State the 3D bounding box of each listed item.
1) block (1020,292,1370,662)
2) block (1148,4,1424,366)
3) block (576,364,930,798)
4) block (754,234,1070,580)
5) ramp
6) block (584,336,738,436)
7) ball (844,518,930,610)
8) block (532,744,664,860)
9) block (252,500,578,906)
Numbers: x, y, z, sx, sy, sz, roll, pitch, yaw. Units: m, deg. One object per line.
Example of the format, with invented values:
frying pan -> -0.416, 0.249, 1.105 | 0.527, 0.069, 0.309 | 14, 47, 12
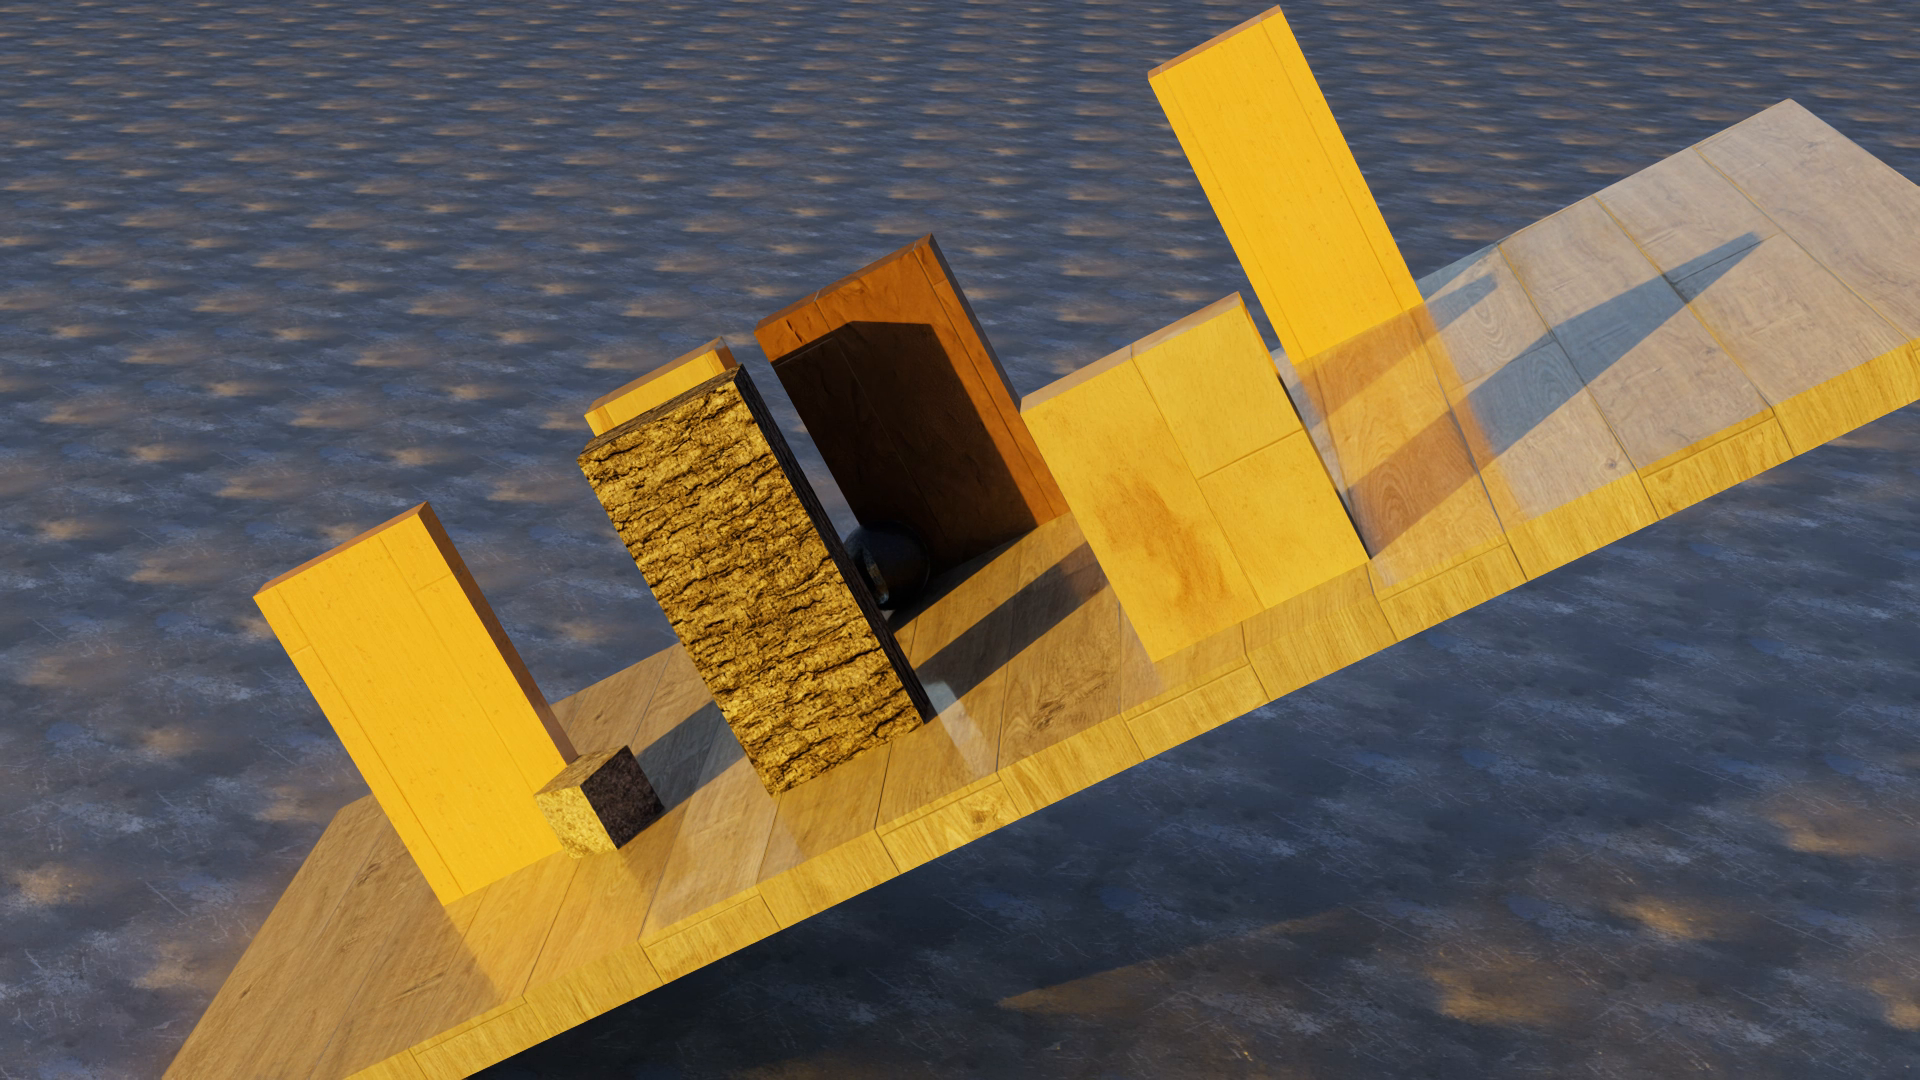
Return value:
block -> 0.430, -0.112, 5.387 | 0.441, 0.534, 0.116 | -26, 14, 10
block -> 0.756, -0.820, 6.827 | 0.337, 0.752, 0.126 | -26, 14, 10
block -> -0.399, 0.083, 5.785 | 0.346, 0.781, 0.147 | -26, 14, 10
block -> -0.103, -0.284, 6.705 | 0.445, 0.694, 0.119 | -26, 14, 10
ramp -> 0.140, 0.167, 6.281 | 4.000, 0.100, 2.000 | -26, 14, 10
block -> -0.492, -0.038, 6.467 | 0.322, 0.748, 0.127 | -26, 14, 10
ball -> -0.171, 0.056, 6.641 | 0.208, 0.208, 0.208 | 0, 17, 0
block -> -0.753, 0.546, 6.125 | 0.159, 0.159, 0.159 | -15, 19, 43
block -> -1.108, 0.351, 6.213 | 0.401, 0.780, 0.095 | -26, 14, 10
